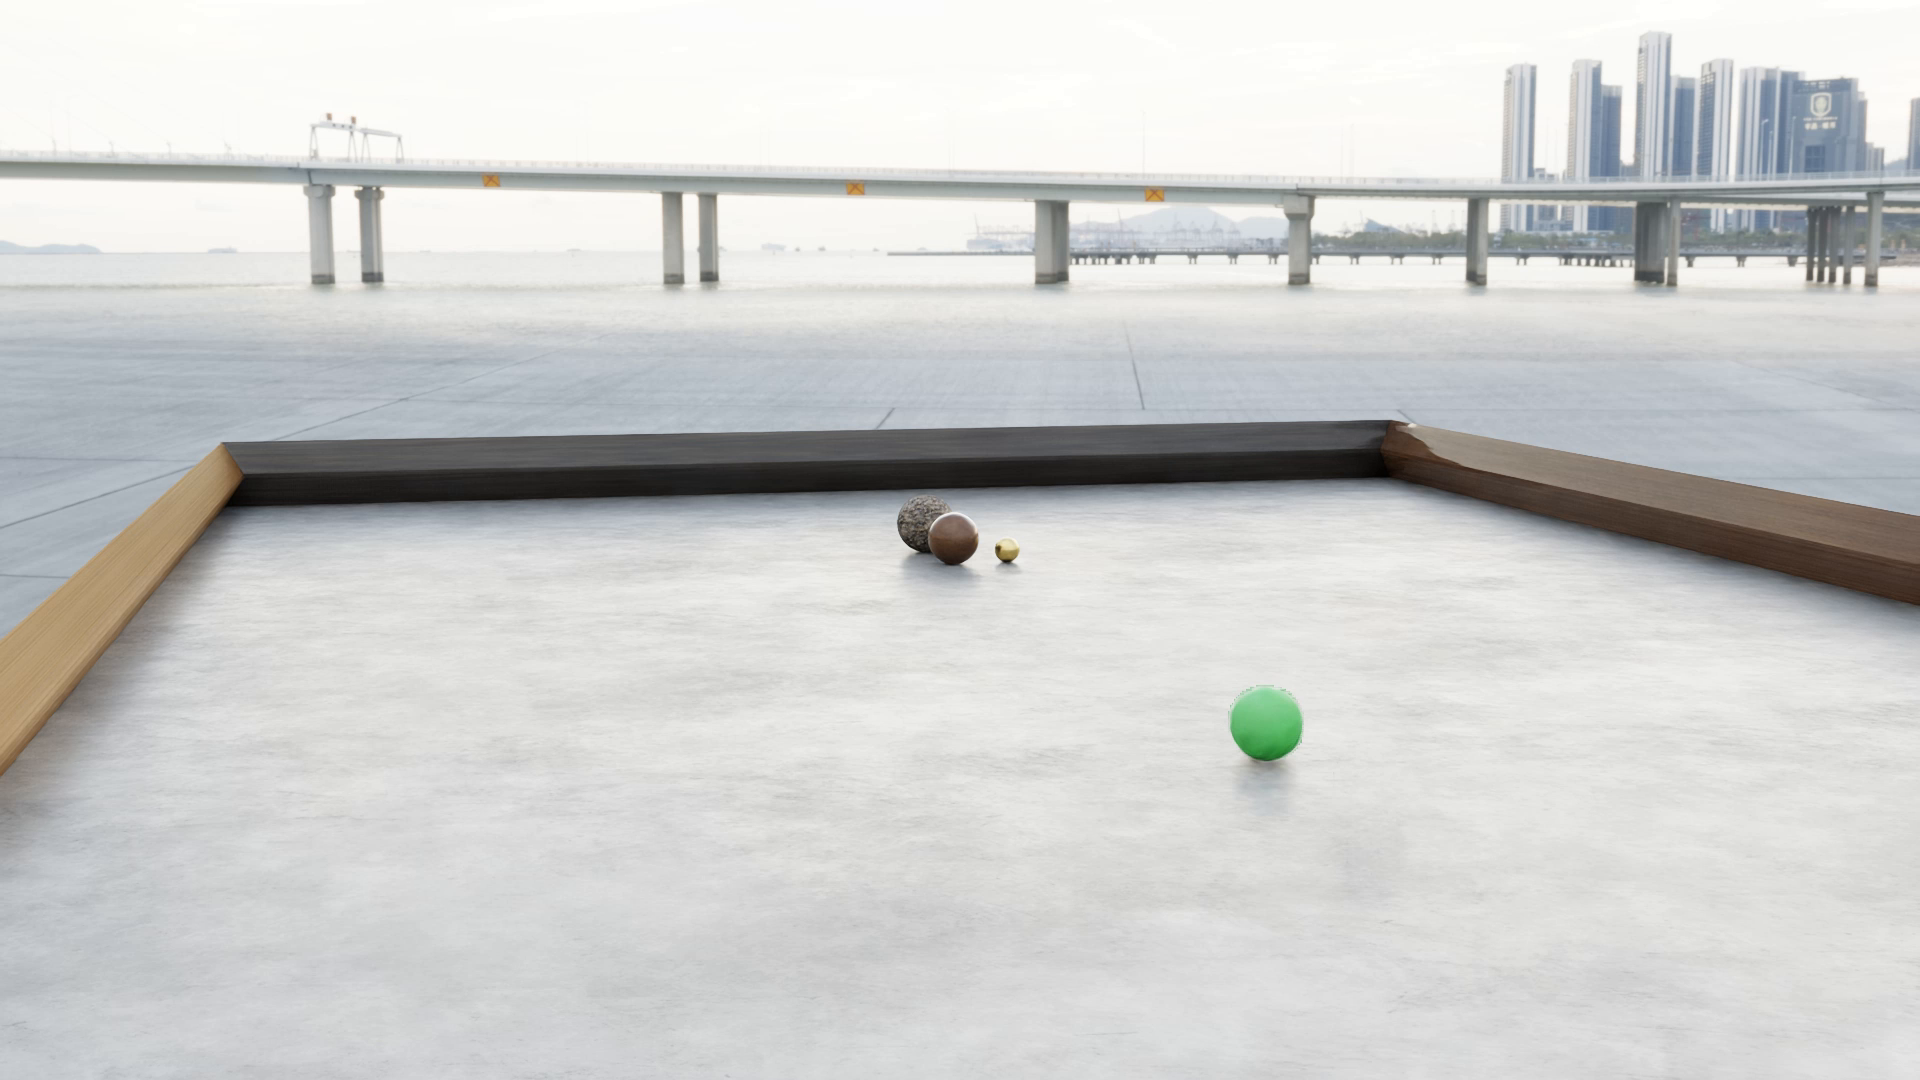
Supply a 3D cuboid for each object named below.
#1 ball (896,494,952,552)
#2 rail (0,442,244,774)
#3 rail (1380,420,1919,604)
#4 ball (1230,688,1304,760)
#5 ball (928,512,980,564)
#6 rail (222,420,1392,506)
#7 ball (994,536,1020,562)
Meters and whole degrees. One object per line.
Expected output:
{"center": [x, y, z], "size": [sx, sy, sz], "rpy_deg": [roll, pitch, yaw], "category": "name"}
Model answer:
{"center": [-0.059, -0.029, 3.788], "size": [0.100, 0.100, 0.100], "rpy_deg": [0, 8, 0], "category": "ball"}
{"center": [-0.962, 0.154, 2.302], "size": [0.045, 0.129, 4.456], "rpy_deg": [-2, 8, -13], "category": "rail"}
{"center": [1.469, 0.079, 2.866], "size": [0.045, 0.129, 4.456], "rpy_deg": [-2, 8, -13], "category": "rail"}
{"center": [0.314, 0.189, 2.255], "size": [0.075, 0.075, 0.075], "rpy_deg": [0, 8, 0], "category": "ball"}
{"center": [-0.011, -0.003, 3.647], "size": [0.086, 0.086, 0.086], "rpy_deg": [0, 8, 0], "category": "ball"}
{"center": [-0.248, -0.168, 4.712], "size": [2.544, 0.129, 0.045], "rpy_deg": [-2, 8, -13], "category": "rail"}
{"center": [0.079, 0.016, 3.669], "size": [0.042, 0.042, 0.042], "rpy_deg": [0, 8, 0], "category": "ball"}
